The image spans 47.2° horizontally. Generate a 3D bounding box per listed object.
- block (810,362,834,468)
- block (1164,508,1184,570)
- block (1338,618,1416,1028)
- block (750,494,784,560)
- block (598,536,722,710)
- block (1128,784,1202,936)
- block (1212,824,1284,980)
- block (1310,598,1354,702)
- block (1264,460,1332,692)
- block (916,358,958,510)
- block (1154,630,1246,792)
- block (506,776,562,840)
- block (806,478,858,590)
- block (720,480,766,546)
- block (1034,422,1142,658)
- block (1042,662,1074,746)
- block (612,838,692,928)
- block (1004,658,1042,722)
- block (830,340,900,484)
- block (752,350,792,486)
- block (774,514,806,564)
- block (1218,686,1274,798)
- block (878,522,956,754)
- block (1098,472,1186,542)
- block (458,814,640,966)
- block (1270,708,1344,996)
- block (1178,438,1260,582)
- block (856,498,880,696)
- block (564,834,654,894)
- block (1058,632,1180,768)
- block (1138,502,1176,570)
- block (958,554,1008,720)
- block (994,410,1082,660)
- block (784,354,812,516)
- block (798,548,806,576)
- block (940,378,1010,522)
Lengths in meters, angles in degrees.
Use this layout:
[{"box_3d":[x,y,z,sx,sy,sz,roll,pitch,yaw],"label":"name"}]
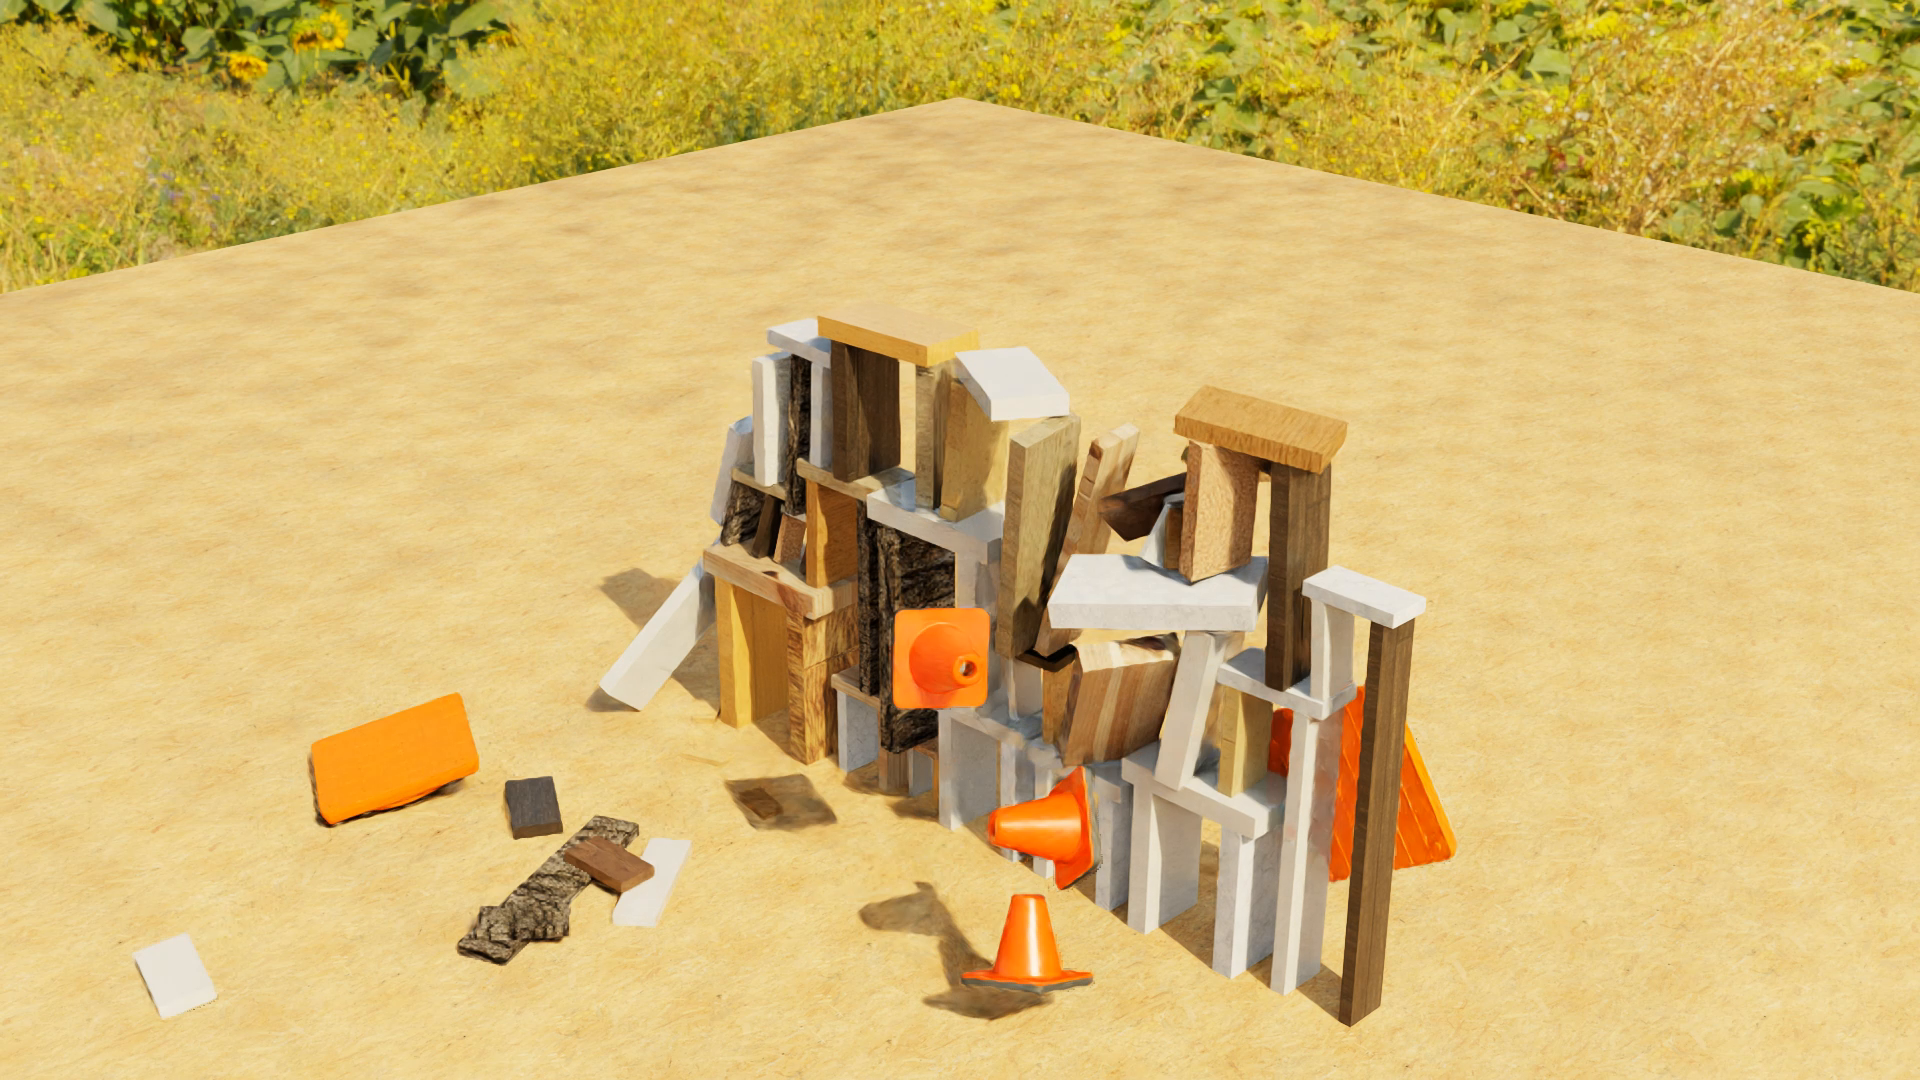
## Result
[{"box_3d":[-0.246,-0.261,4.378,0.031,0.218,0.109,25,33,38],"label":"block"},{"box_3d":[0.375,-0.001,3.717,0.051,0.103,0.015,3,8,-5],"label":"block"},{"box_3d":[0.694,0.472,3.671,0.025,0.764,0.089,21,31,41],"label":"block"},{"box_3d":[-0.383,-0.039,4.618,0.083,0.167,0.024,-21,53,-40],"label":"block"},{"box_3d":[-0.570,0.130,4.820,0.038,0.558,0.134,40,1,33],"label":"block"},{"box_3d":[0.380,0.562,4.048,0.043,0.302,0.151,22,32,40],"label":"block"},{"box_3d":[0.522,0.618,3.917,0.043,0.301,0.151,22,32,40],"label":"block"},{"box_3d":[0.616,0.168,3.632,0.025,0.178,0.089,16,28,40],"label":"block"},{"box_3d":[0.559,0.043,3.636,0.036,0.404,0.126,17,29,38],"label":"block"},{"box_3d":[-0.031,-0.218,4.194,0.041,0.289,0.144,13,26,28],"label":"block"},{"box_3d":[0.424,0.252,3.819,0.049,0.346,0.173,24,38,22],"label":"block"},{"box_3d":[-0.863,0.541,4.451,0.097,0.027,0.194,-6,24,-14],"label":"block"},{"box_3d":[-0.259,-0.028,4.497,0.033,0.236,0.118,24,33,39],"label":"block"},{"box_3d":[-0.457,-0.066,4.681,0.083,0.166,0.024,-21,52,-40],"label":"block"},{"box_3d":[0.227,0.006,3.962,0.029,0.487,0.103,37,44,27],"label":"block"},{"box_3d":[0.185,0.297,4.142,0.021,0.163,0.073,16,31,32],"label":"block"},{"box_3d":[-0.585,0.652,4.195,0.082,0.023,0.277,3,23,7],"label":"block"},{"box_3d":[0.123,0.266,4.193,0.073,0.147,0.021,-26,31,-37],"label":"block"},{"box_3d":[-0.183,-0.269,4.310,0.041,0.287,0.144,21,31,40],"label":"block"},{"box_3d":[-0.359,-0.254,4.514,0.134,0.267,0.038,-19,30,-37],"label":"block"},{"box_3d":[-0.353,-0.010,4.604,0.059,0.118,0.017,-18,45,-40],"label":"block"},{"box_3d":[0.498,0.333,3.820,0.030,0.212,0.106,22,32,38],"label":"block"},{"box_3d":[-0.085,0.175,4.388,0.165,0.493,0.047,-21,31,-40],"label":"block"},{"box_3d":[0.353,-0.061,3.789,0.206,0.103,0.029,-18,52,27],"label":"block"},{"box_3d":[-0.773,0.658,4.175,0.097,0.027,0.494,9,25,20],"label":"block"},{"box_3d":[0.600,0.529,3.802,0.106,0.556,0.030,-21,32,-41],"label":"block"},{"box_3d":[0.432,-0.062,3.645,0.126,0.251,0.036,-16,34,-28],"label":"block"},{"box_3d":[-0.151,0.102,4.434,0.118,0.425,0.033,-21,32,-40],"label":"block"},{"box_3d":[-0.670,0.619,4.205,0.164,0.023,0.082,21,30,36],"label":"block"},{"box_3d":[0.279,0.289,3.907,0.173,0.415,0.049,-8,62,-7],"label":"block"},{"box_3d":[0.348,-0.006,3.737,0.051,0.103,0.015,27,1,-35],"label":"block"},{"box_3d":[0.070,0.162,4.212,0.165,0.330,0.047,-21,31,-41],"label":"block"},{"box_3d":[0.139,-0.004,3.973,0.139,0.488,0.039,-30,49,-35],"label":"block"},{"box_3d":[-0.299,-0.226,4.472,0.031,0.352,0.109,25,32,37],"label":"block"},{"box_3d":[-0.294,0.016,4.549,0.059,0.118,0.017,-22,52,-42],"label":"block"},{"box_3d":[0.031,-0.183,4.122,0.039,0.278,0.139,24,32,32],"label":"block"}]
